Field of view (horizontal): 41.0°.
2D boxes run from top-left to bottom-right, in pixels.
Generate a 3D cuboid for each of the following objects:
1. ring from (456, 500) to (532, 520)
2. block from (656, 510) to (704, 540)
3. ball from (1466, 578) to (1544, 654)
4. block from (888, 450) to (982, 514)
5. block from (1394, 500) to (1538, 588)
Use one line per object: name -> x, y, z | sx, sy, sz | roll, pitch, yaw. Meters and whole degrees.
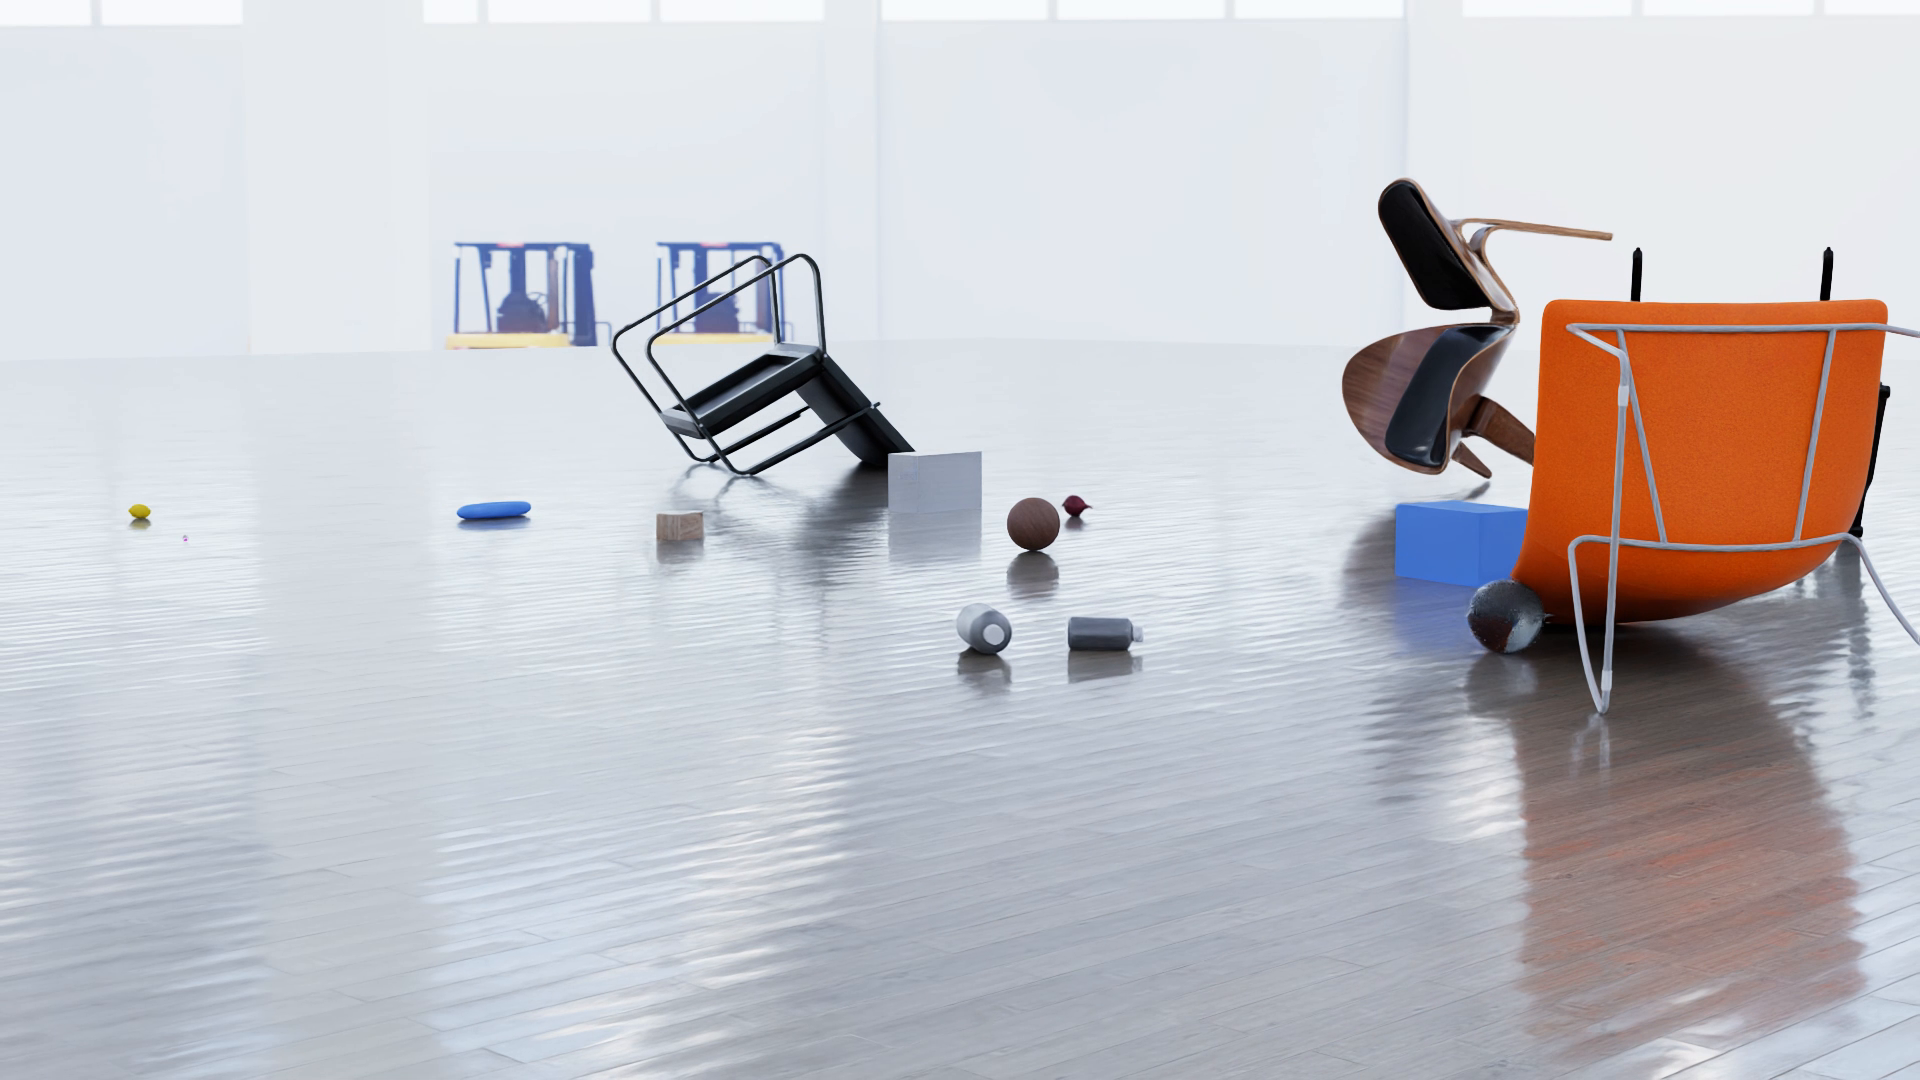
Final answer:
ring -> -1.275, -0.082, 7.025 | 0.086, 0.039, 0.242 | 4, 7, 44
block -> -0.704, -0.037, 6.447 | 0.075, 0.066, 0.095 | 3, 7, 30
ball -> 0.952, 0.133, 4.482 | 0.131, 0.131, 0.131 | 0, 6, 0
block -> -0.069, -0.167, 7.253 | 0.114, 0.161, 0.265 | 5, 8, 42
block -> 1.099, 0.006, 5.579 | 0.166, 0.158, 0.265 | -4, 7, -31
